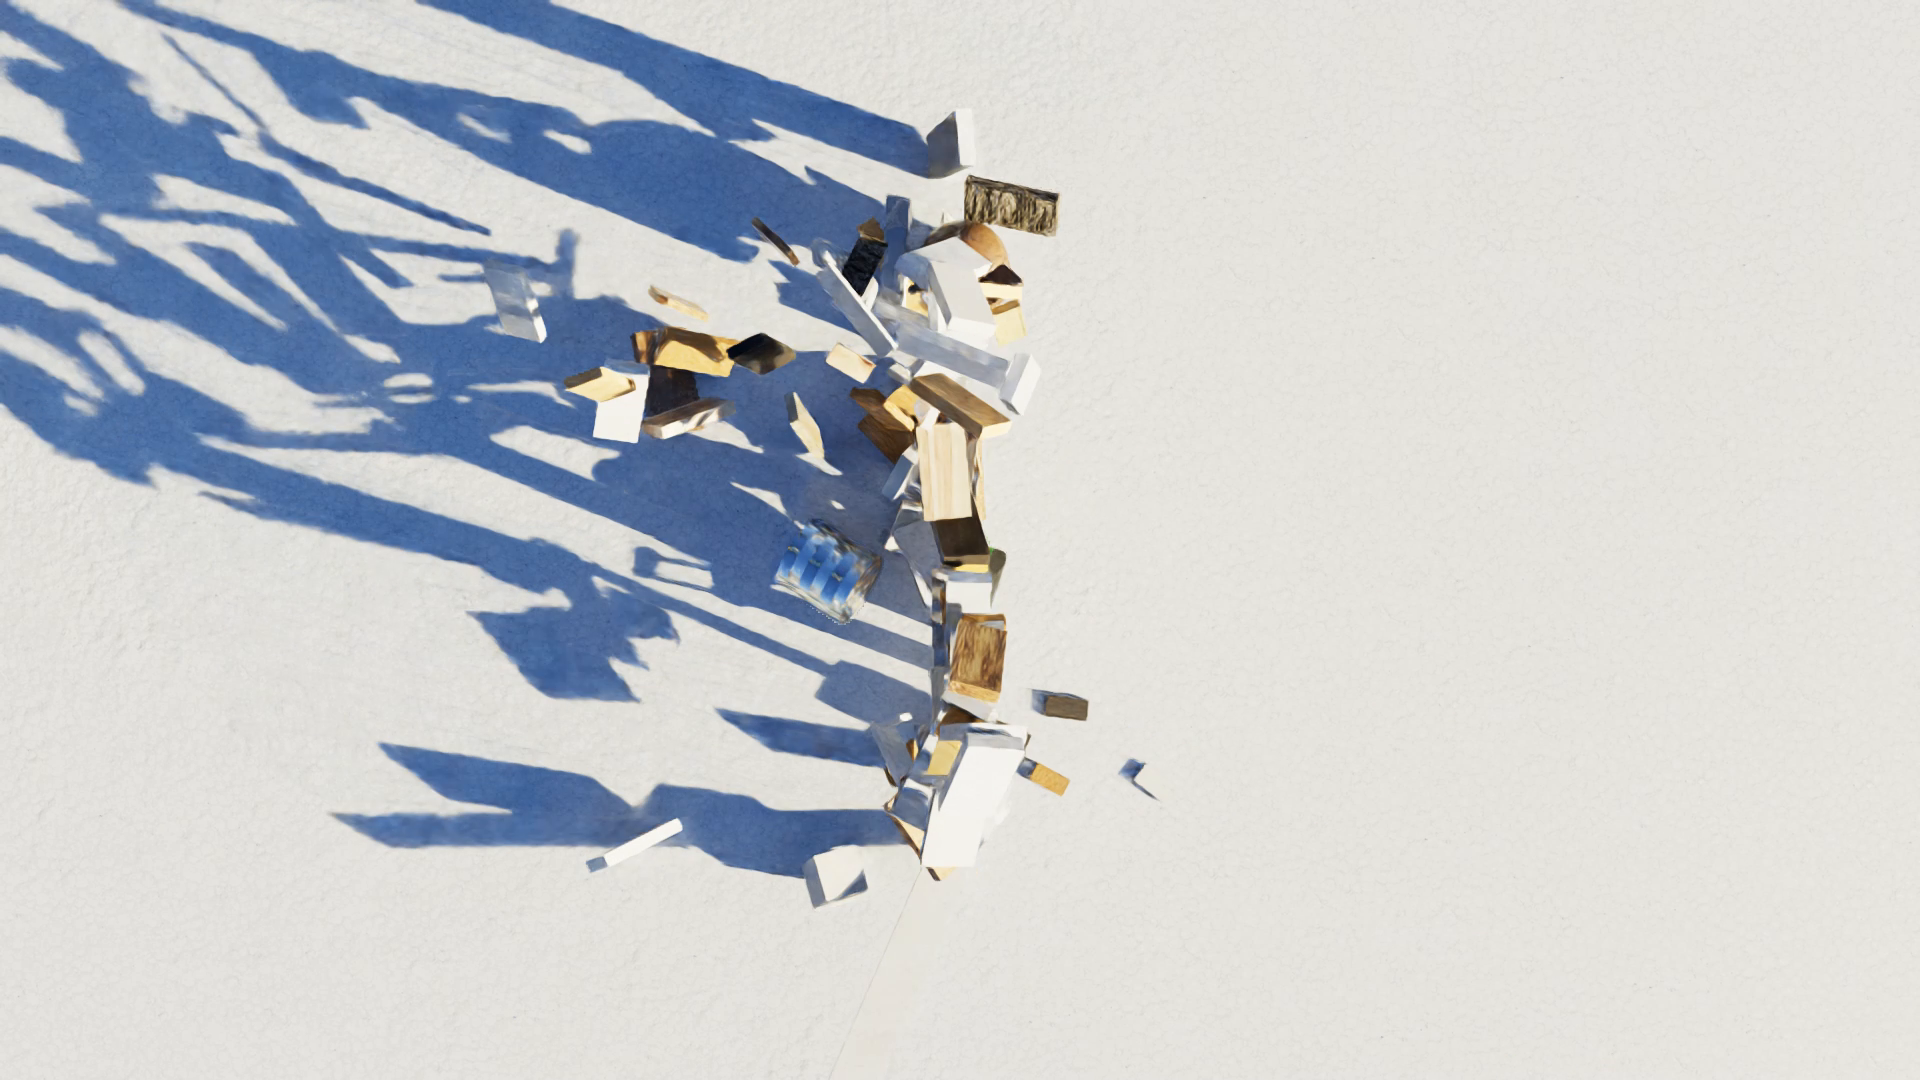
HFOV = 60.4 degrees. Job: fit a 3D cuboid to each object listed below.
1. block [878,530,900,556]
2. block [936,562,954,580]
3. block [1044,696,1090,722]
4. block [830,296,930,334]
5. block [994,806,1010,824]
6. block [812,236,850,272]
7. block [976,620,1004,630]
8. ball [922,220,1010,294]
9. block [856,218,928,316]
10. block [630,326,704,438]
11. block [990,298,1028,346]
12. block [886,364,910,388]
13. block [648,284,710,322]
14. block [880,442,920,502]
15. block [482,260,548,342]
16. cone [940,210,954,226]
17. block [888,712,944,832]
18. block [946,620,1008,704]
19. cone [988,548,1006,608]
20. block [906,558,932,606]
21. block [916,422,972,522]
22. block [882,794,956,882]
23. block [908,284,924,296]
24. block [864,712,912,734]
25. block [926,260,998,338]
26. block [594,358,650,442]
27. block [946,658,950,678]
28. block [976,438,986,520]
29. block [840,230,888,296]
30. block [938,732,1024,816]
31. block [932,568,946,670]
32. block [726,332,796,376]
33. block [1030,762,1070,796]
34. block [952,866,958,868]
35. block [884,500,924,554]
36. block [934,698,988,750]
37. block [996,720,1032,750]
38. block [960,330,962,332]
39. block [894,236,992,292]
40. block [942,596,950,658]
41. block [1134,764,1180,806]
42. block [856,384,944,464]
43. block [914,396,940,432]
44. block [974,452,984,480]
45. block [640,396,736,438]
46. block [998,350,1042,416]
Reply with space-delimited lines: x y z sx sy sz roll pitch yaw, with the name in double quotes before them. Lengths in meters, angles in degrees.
"block" -0.227 0.011 5.493 0.094 0.013 0.047 39 90 0
"block" -0.006 0.040 4.905 0.095 0.027 0.191 7 50 5
"block" 0.356 0.560 5.490 0.139 0.020 0.069 7 90 0
"block" -0.259 -0.748 5.430 0.347 0.026 0.091 23 128 7
"block" 0.103 0.880 5.474 0.062 0.017 0.123 -41 102 -10
"block" -0.396 -0.898 5.294 0.026 0.183 0.091 -20 63 39
"block" 0.061 0.292 4.555 0.120 0.239 0.034 -6 63 -3
"ball" 0.011 -0.864 5.203 0.290 0.290 0.290 0 90 0
"block" -0.217 -0.888 5.445 0.070 0.020 0.369 -31 103 1
"block" -0.962 -0.519 5.432 0.172 0.049 0.345 -12 91 -29
"block" 0.142 -0.638 4.849 0.093 0.185 0.026 -21 67 1
"block" -0.138 -0.449 4.652 0.131 0.066 0.019 34 115 8
"block" -0.878 -0.737 5.149 0.183 0.091 0.026 20 106 -36
"block" -0.125 -0.271 5.309 0.049 0.345 0.172 36 128 6
"block" -1.413 -0.758 5.239 0.136 0.273 0.039 14 50 18
"cone" -0.028 -1.000 5.378 0.178 0.178 0.178 -22 121 0
"block" -0.059 0.649 4.564 0.156 0.044 0.311 28 74 -7
"block" 0.045 0.304 4.156 0.128 0.257 0.036 15 123 -4
"cone" 0.058 0.186 5.446 0.242 0.242 0.242 -12 117 0
"block" -0.134 0.136 5.456 0.024 0.086 0.171 -22 90 -6
"block" -0.045 -0.188 4.501 0.130 0.037 0.259 -6 101 -5
"block" -0.097 0.886 5.053 0.144 0.041 0.287 -37 93 -31
"block" -0.090 -0.793 5.039 0.081 0.161 0.023 -21 89 -28
"block" -0.228 0.580 5.202 0.142 0.071 0.020 -23 82 26
"block" 0.002 -0.632 4.308 0.129 0.258 0.037 8 129 -25
"block" -1.052 -0.433 5.128 0.136 0.039 0.273 8 127 -15
"block" -0.002 0.341 4.781 0.067 0.019 0.134 2 53 2
"block" 0.010 -0.193 5.262 0.131 0.037 0.262 -3 99 1
"block" -0.288 -0.812 4.845 0.085 0.024 0.170 27 86 -10
"block" 0.051 0.595 4.169 0.146 0.292 0.041 6 46 -14
"block" -0.004 0.237 4.927 0.157 0.044 0.314 -2 65 0
"block" -0.565 -0.530 4.704 0.115 0.230 0.033 -24 78 13
"block" 0.299 0.797 5.491 0.123 0.017 0.062 29 90 0
"block" -0.032 0.812 4.496 0.090 0.025 0.179 7 118 -12
"block" -0.175 -0.038 5.372 0.086 0.024 0.171 19 108 -14
"block" 0.004 0.474 4.433 0.080 0.023 0.160 32 77 3
"block" 0.161 0.653 5.490 0.139 0.020 0.069 24 90 0
"block" -0.005 -0.732 5.449 0.140 0.070 0.020 35 55 15
"block" -0.049 -0.820 4.923 0.147 0.294 0.042 39 128 16
"block" 0.002 0.248 4.782 0.091 0.026 0.182 -4 62 -4
"block" 0.654 0.813 5.490 0.139 0.020 0.069 38 90 0
"block" -0.166 -0.406 5.370 0.172 0.049 0.345 45 50 0
"block" -0.084 -0.370 4.480 0.027 0.189 0.095 25 106 -17
"block" 0.033 -0.231 5.010 0.052 0.015 0.104 -13 87 21
"block" -0.872 -0.395 5.287 0.273 0.136 0.039 -25 117 -34
"block" 0.140 -0.365 3.850 0.033 0.236 0.118 23 91 9
